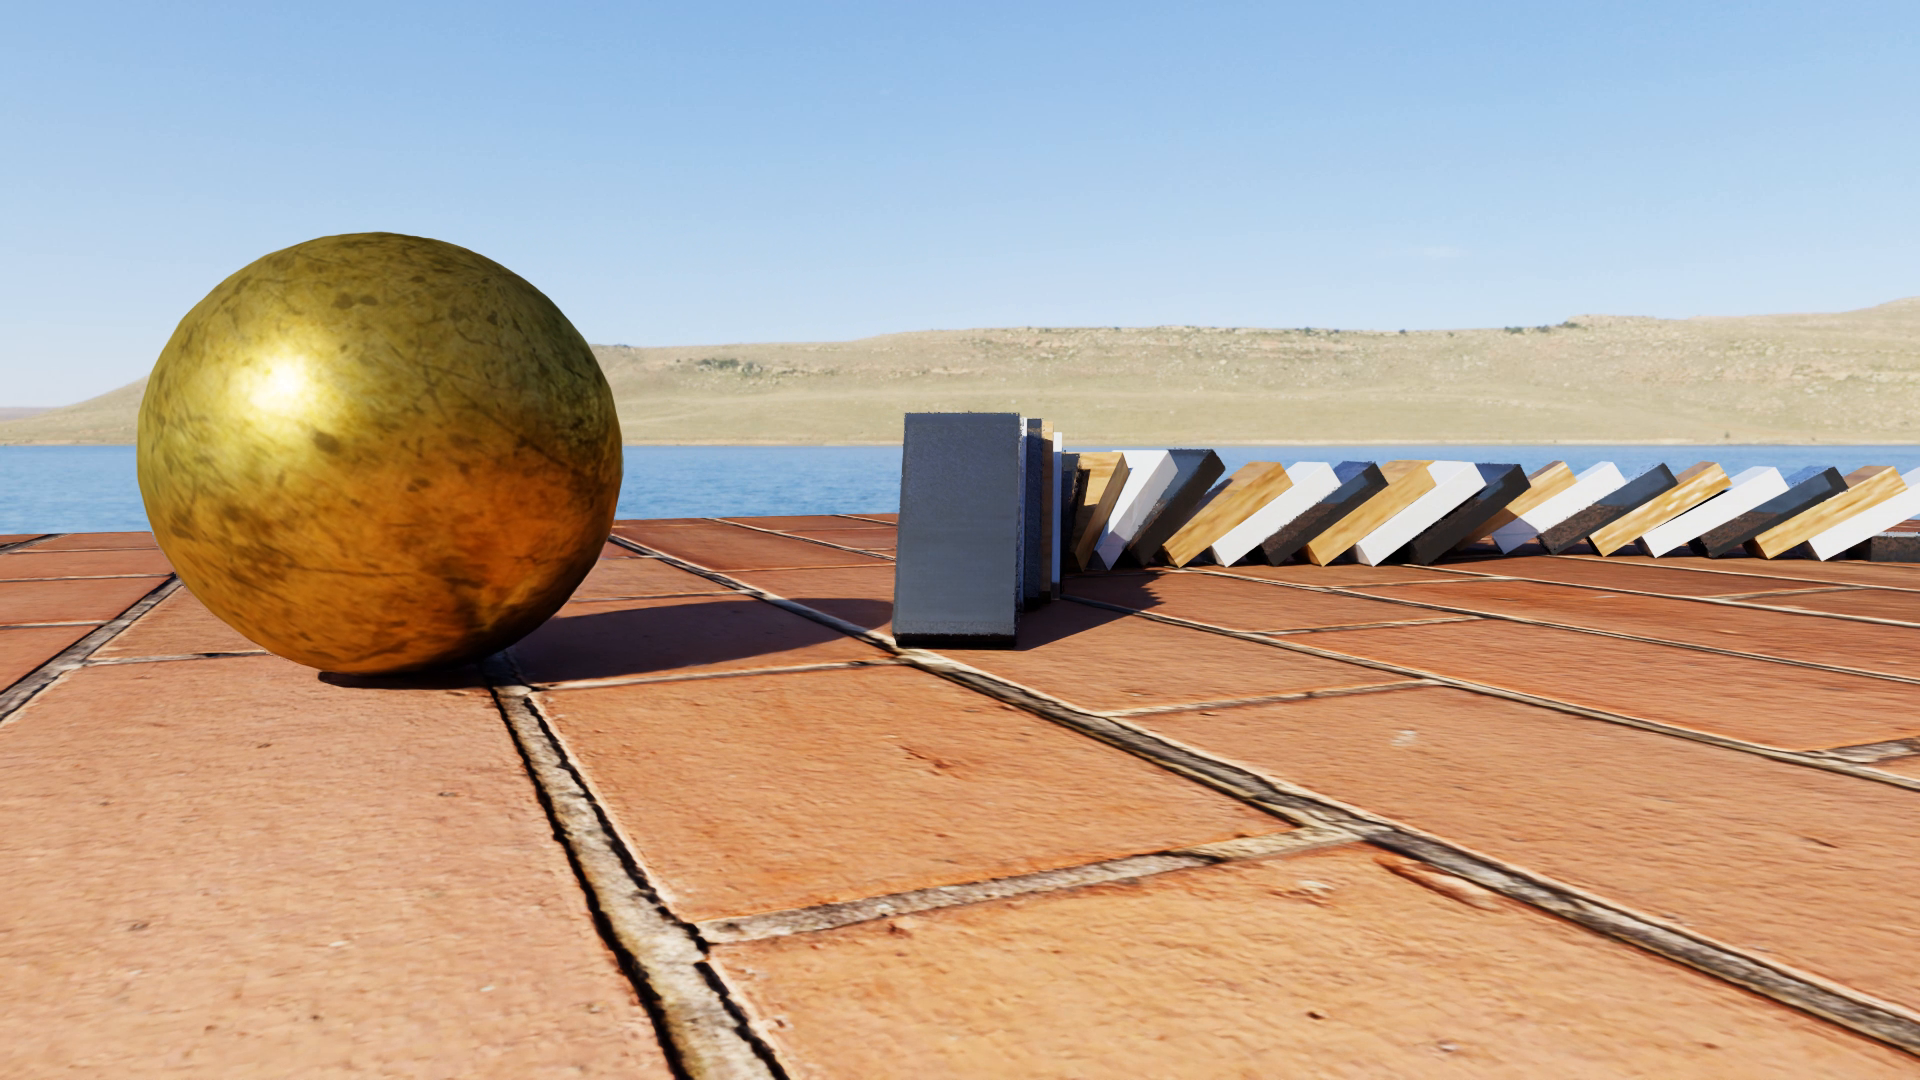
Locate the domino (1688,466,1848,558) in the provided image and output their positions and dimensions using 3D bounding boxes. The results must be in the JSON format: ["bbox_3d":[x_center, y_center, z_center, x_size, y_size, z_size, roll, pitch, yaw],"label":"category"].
[{"bbox_3d":[0.299,-0.011,0.479,0.050,0.010,0.025,-31,-5,15],"label":"domino"}]

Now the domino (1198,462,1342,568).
[{"bbox_3d":[0.108,-0.010,0.456,0.050,0.009,0.025,-35,8,-5],"label":"domino"}]

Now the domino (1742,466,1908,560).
[{"bbox_3d":[0.317,-0.010,0.474,0.050,0.009,0.025,-32,-5,16],"label":"domino"}]

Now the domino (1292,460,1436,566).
[{"bbox_3d":[0.142,-0.010,0.458,0.050,0.010,0.025,-35,9,-4],"label":"domino"}]

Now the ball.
[{"bbox_3d":[-0.103,-0.015,0.233,0.080,0.080,0.080,0,4,0],"label":"ball"}]

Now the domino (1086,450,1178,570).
[{"bbox_3d":[0.053,-0.011,0.448,0.025,0.010,0.050,5,48,47],"label":"domino"}]

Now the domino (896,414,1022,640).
[{"bbox_3d":[0.000,-0.003,0.285,0.025,0.050,0.009,0,-21,5],"label":"domino"}]

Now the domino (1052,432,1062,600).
[{"bbox_3d":[0.016,-0.007,0.362,0.025,0.050,0.009,0,-32,5],"label":"domino"}]

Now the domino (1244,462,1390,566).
[{"bbox_3d":[0.125,-0.010,0.457,0.050,0.009,0.025,-35,9,-4],"label":"domino"}]

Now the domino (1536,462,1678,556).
[{"bbox_3d":[0.247,-0.012,0.493,0.050,0.010,0.025,-34,-6,17],"label":"domino"}]

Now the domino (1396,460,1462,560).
[{"bbox_3d":[0.177,-0.013,0.494,0.025,0.009,0.050,3,39,28],"label":"domino"}]

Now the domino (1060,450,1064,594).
[{"bbox_3d":[0.018,-0.006,0.377,0.025,0.010,0.050,0,47,5],"label":"domino"}]

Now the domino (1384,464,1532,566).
[{"bbox_3d":[0.177,-0.010,0.461,0.050,0.009,0.025,-35,12,-9],"label":"domino"}]

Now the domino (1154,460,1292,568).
[{"bbox_3d":[0.091,-0.010,0.454,0.050,0.010,0.025,-35,9,-6],"label":"domino"}]

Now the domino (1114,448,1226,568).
[{"bbox_3d":[0.069,-0.012,0.455,0.050,0.010,0.025,-47,24,-19],"label":"domino"}]

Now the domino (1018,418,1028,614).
[{"bbox_3d":[0.004,-0.007,0.326,0.025,0.050,0.009,0,-21,5],"label":"domino"}]

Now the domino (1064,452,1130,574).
[{"bbox_3d":[0.038,-0.010,0.439,0.025,0.009,0.050,2,45,31],"label":"domino"}]

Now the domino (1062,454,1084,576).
[{"bbox_3d":[0.025,-0.009,0.425,0.025,0.009,0.050,0,43,15],"label":"domino"}]

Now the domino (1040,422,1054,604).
[{"bbox_3d":[0.012,-0.008,0.348,0.025,0.050,0.009,0,-24,5],"label":"domino"}]

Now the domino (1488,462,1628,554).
[{"bbox_3d":[0.231,-0.013,0.499,0.050,0.009,0.025,-34,-6,17],"label":"domino"}]

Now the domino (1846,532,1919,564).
[{"bbox_3d":[0.356,0.003,0.466,0.050,0.010,0.025,1,4,17],"label":"domino"}]

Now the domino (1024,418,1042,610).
[{"bbox_3d":[0.009,-0.007,0.337,0.025,0.050,0.010,0,-21,5],"label":"domino"}]

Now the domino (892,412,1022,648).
[{"bbox_3d":[0.000,-0.003,0.274,0.025,0.050,0.009,0,-21,5],"label":"domino"}]

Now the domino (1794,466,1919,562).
[{"bbox_3d":[0.334,-0.010,0.471,0.050,0.010,0.025,-32,-5,17],"label":"domino"}]

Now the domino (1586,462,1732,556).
[{"bbox_3d":[0.263,-0.012,0.488,0.050,0.010,0.025,-34,-6,18],"label":"domino"}]

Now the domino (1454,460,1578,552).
[{"bbox_3d":[0.215,-0.013,0.504,0.050,0.009,0.025,-34,-6,17],"label":"domino"}]

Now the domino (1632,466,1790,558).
[{"bbox_3d":[0.281,-0.011,0.484,0.050,0.010,0.025,-31,-5,16],"label":"domino"}]

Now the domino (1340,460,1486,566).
[{"bbox_3d":[0.159,-0.010,0.458,0.050,0.009,0.025,-35,9,-4],"label":"domino"}]
